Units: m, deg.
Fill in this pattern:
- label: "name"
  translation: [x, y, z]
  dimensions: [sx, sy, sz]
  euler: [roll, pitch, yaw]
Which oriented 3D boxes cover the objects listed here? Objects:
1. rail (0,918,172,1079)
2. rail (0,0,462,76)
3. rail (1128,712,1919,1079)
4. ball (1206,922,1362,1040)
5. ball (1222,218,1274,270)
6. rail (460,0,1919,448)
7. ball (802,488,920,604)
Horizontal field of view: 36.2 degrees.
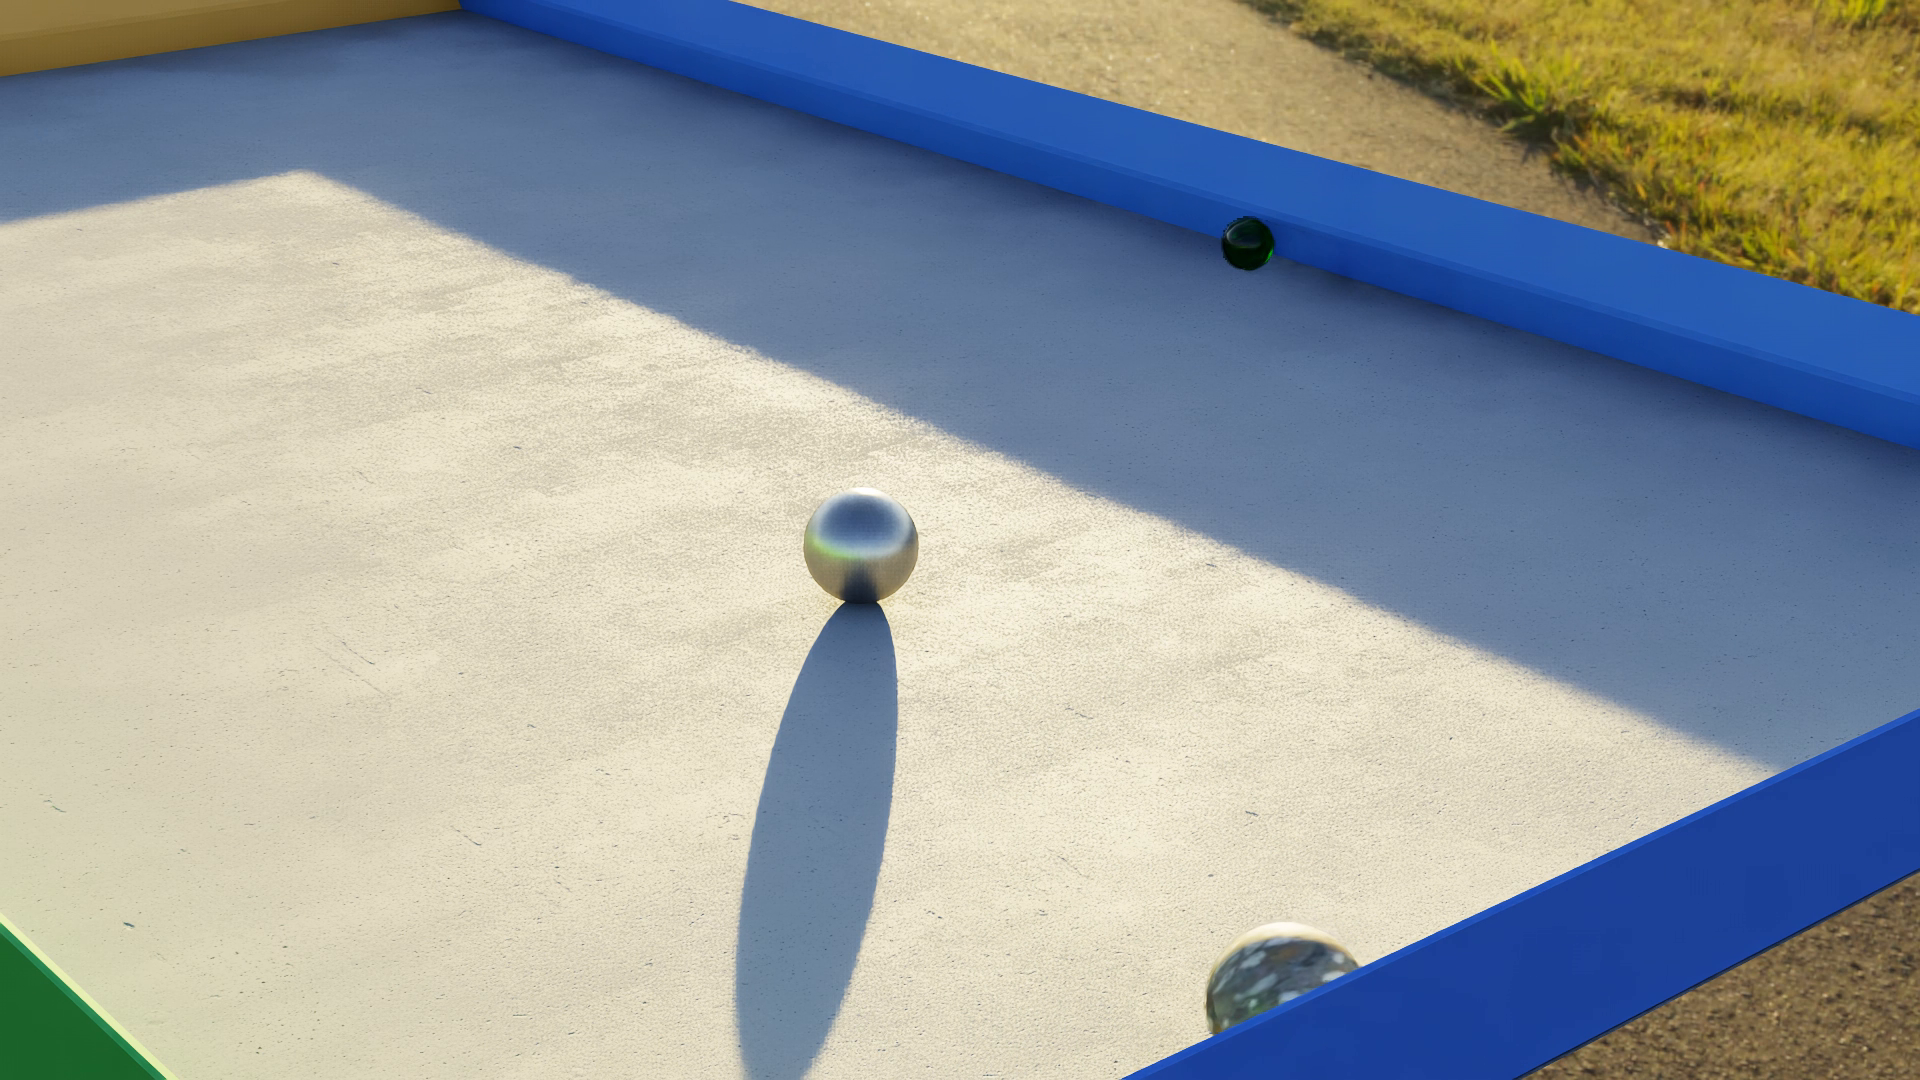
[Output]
- label: "rail"
  translation: [-1.219, -0.029, 2.504]
  dimensions: [0.045, 0.128, 3.219]
  euler: [-17, 27, -36]
- label: "rail"
  translation: [-1.519, -0.697, 4.183]
  dimensions: [1.880, 0.128, 0.045]
  euler: [-17, 27, -36]
- label: "rail"
  translation: [0.496, 0.208, 1.907]
  dimensions: [1.880, 0.128, 0.045]
  euler: [-17, 27, -36]
- label: "ball"
  translation: [0.197, 0.280, 1.769]
  dimensions: [0.099, 0.099, 0.099]
  euler: [0, 22, 0]
- label: "ball"
  translation: [0.332, -0.340, 3.381]
  dimensions: [0.059, 0.059, 0.059]
  euler: [0, 22, 0]
- label: "rail"
  translation: [0.196, -0.460, 3.586]
  dimensions: [0.045, 0.128, 3.219]
  euler: [-17, 27, -36]
- label: "ball"
  translation: [-0.083, 0.005, 2.463]
  dimensions: [0.097, 0.097, 0.097]
  euler: [0, 22, 0]
